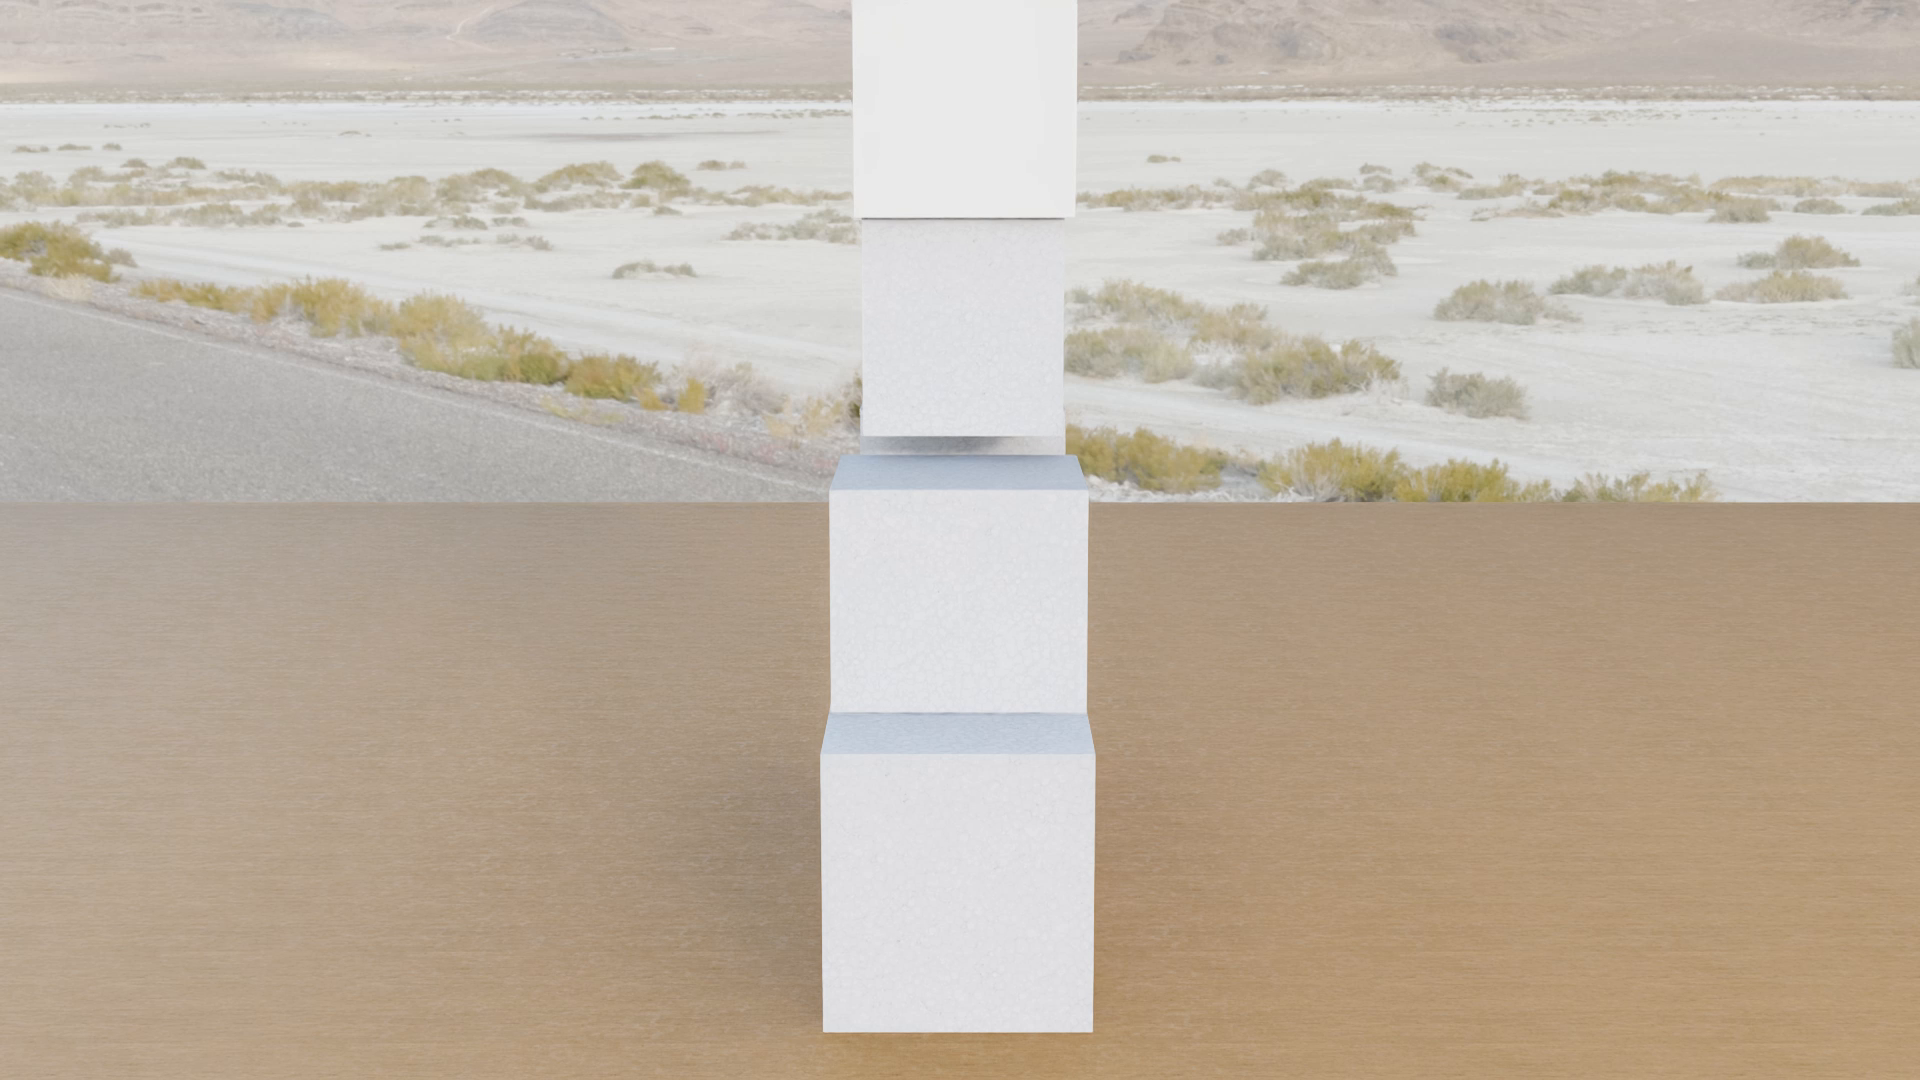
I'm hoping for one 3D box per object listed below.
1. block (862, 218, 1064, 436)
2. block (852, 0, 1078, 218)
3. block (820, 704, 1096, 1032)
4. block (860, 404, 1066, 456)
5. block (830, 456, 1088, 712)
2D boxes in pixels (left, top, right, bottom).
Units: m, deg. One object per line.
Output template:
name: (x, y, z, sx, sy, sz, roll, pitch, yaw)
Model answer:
block: (0.012, -0.961, 10.998, 0.831, 0.913, 0.828, 0, 11, 0)
block: (0.019, -1.887, 10.812, 0.901, 0.977, 0.986, 0, 11, 0)
block: (-0.007, 1.211, 9.930, 1.000, 1.064, 1.028, 0, 10, 0)
block: (0.012, -0.206, 12.026, 0.918, 0.954, 0.999, 0, 10, 0)
block: (-0.004, 0.155, 10.352, 0.987, 0.868, 1.036, 0, 9, 0)
